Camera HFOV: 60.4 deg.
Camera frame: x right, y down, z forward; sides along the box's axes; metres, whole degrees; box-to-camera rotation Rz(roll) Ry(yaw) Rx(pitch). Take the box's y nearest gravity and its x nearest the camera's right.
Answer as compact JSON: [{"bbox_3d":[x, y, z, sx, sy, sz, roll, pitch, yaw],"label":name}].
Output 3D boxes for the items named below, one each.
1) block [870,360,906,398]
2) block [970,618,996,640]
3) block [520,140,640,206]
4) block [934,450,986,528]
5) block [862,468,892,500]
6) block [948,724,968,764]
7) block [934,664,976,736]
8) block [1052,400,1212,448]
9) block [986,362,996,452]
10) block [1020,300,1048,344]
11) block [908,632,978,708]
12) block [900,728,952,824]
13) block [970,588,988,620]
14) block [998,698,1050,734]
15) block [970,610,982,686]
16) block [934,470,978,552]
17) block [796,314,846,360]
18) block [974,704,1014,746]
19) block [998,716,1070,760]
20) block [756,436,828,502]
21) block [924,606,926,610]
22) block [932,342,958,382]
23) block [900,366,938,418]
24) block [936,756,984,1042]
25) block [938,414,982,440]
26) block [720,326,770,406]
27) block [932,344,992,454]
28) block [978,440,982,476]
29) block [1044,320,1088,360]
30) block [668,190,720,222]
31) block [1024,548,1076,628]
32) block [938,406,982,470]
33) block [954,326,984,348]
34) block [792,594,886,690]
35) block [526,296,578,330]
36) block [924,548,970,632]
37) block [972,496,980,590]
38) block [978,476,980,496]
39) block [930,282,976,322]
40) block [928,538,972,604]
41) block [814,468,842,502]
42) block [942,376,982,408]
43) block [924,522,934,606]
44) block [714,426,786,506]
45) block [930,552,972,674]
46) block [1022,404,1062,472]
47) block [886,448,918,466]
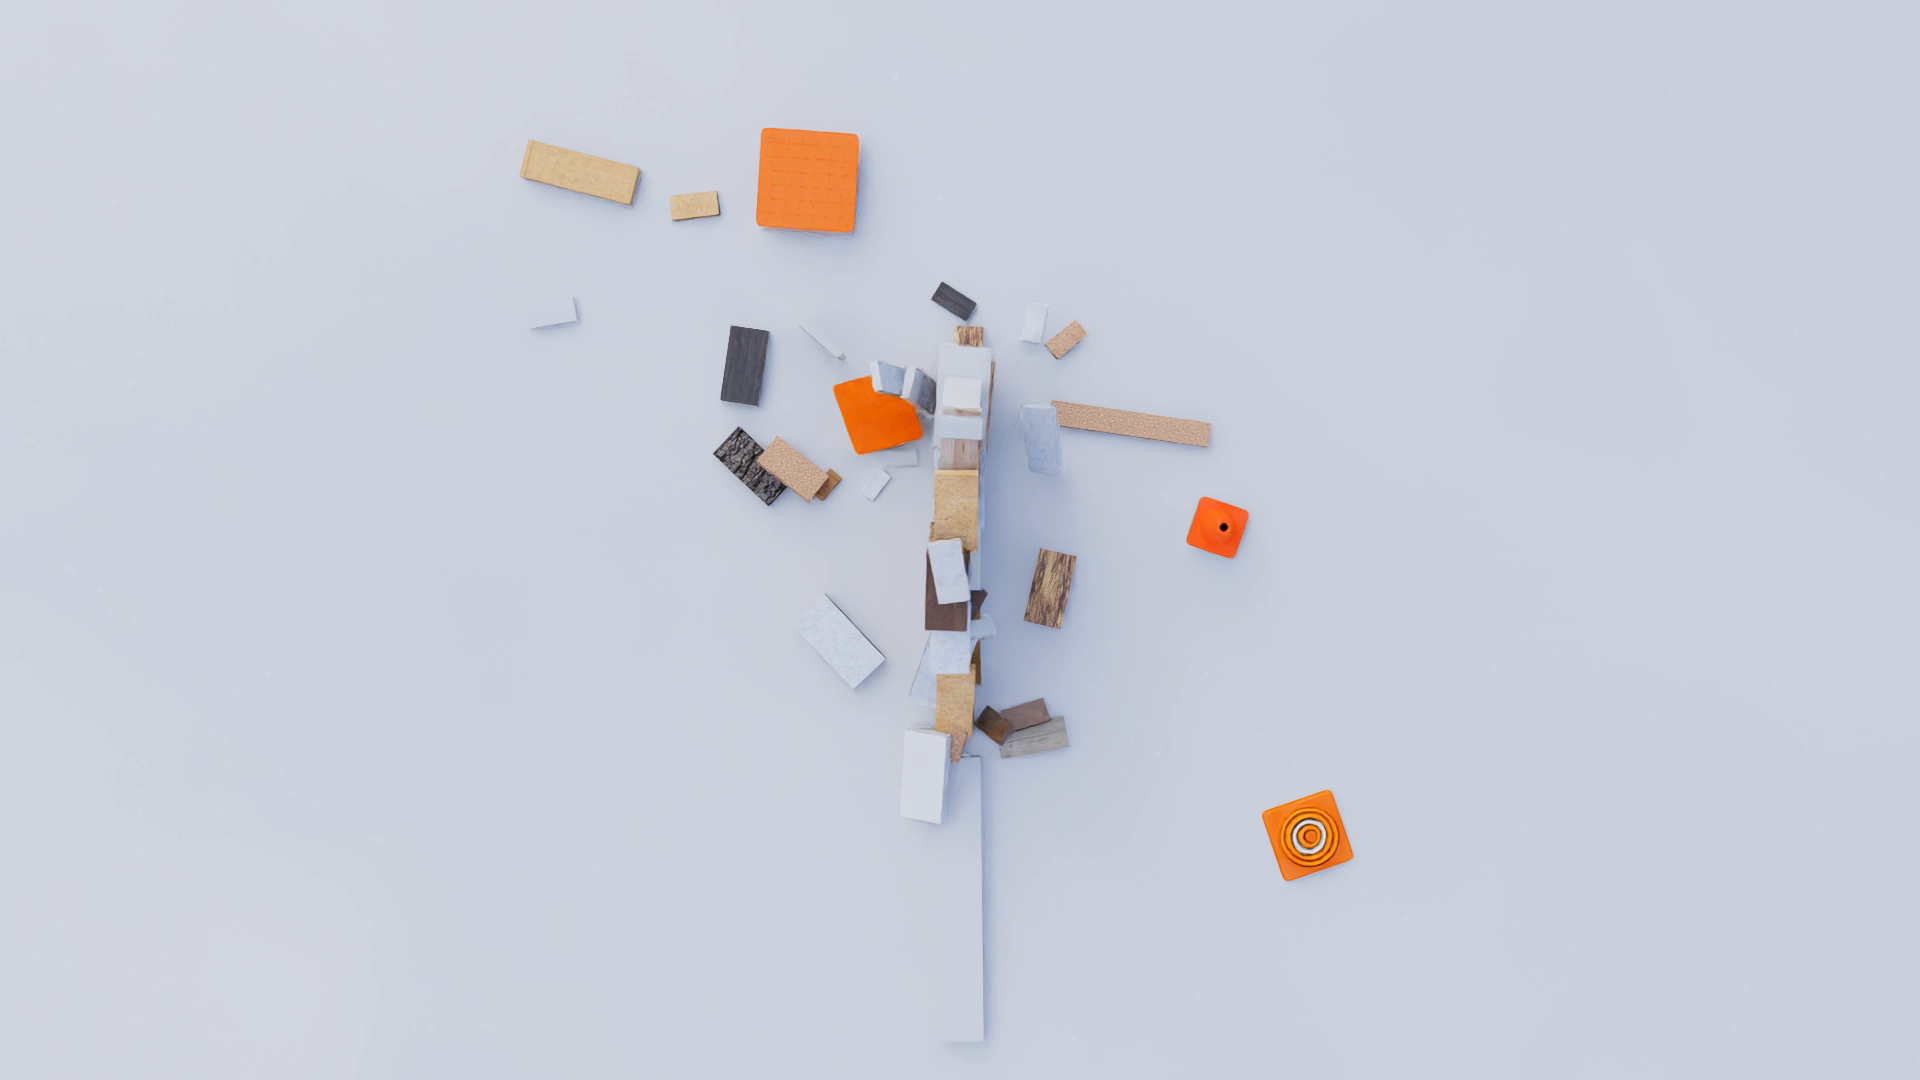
[{"bbox_3d":[-0.206,-0.511,5.324,0.027,0.348,0.095,-10,86,19],"label":"block"},{"bbox_3d":[0.053,0.289,5.344,0.119,0.017,0.059,-10,57,-25],"label":"block"},{"bbox_3d":[-1.262,-1.221,5.482,0.377,0.036,0.126,15,90,0],"label":"block"},{"bbox_3d":[-0.001,-0.208,5.431,0.169,0.048,0.338,1,106,0],"label":"block"},{"bbox_3d":[-0.280,-0.185,5.493,0.051,0.014,0.102,38,90,0],"label":"block"},{"bbox_3d":[-0.016,0.671,5.417,0.059,0.017,0.119,24,117,17],"label":"block"},{"bbox_3d":[-0.015,0.519,5.388,0.124,0.035,0.248,5,114,4],"label":"block"},{"bbox_3d":[0.565,-0.387,5.489,0.534,0.023,0.080,8,90,0],"label":"block"},{"bbox_3d":[0.017,-0.428,5.441,0.169,0.048,0.338,5,98,-1],"label":"block"},{"bbox_3d":[0.247,-0.725,5.491,0.065,0.018,0.130,11,90,0],"label":"block"},{"bbox_3d":[-0.053,0.410,5.406,0.148,0.042,0.297,18,107,-4],"label":"block"},{"bbox_3d":[-0.114,0.776,5.431,0.147,0.042,0.294,7,99,22],"label":"block"},{"bbox_3d":[0.037,0.209,5.352,0.059,0.017,0.119,27,108,-6],"label":"block"},{"bbox_3d":[0.213,0.586,5.471,0.157,0.022,0.078,-16,66,-2],"label":"block"},{"bbox_3d":[-0.009,0.245,5.397,0.149,0.042,0.479,-1,107,2],"label":"block"},{"bbox_3d":[-0.012,-0.089,5.053,0.132,0.037,0.264,0,118,-1],"label":"block"},{"bbox_3d":[-0.462,-0.668,5.452,0.191,0.095,0.027,41,90,0],"label":"block"},{"bbox_3d":[0.113,0.611,5.429,0.022,0.157,0.078,33,90,-35],"label":"block"},{"bbox_3d":[0.240,0.657,5.486,0.230,0.028,0.100,-11,90,0],"label":"block"},{"bbox_3d":[-0.553,-0.233,5.454,0.217,0.031,0.108,38,75,-1],"label":"block"},{"bbox_3d":[-0.025,0.159,5.330,0.100,0.028,0.201,27,104,-6],"label":"block"},{"bbox_3d":[-0.049,-0.584,5.456,0.069,0.020,0.138,7,96,1],"label":"block"},{"bbox_3d":[-0.122,-0.481,5.388,0.031,0.217,0.108,7,79,26],"label":"block"},{"bbox_3d":[-0.001,1.191,5.479,0.147,0.042,0.940,-1,90,0],"label":"block"},{"bbox_3d":[0.002,-0.340,4.963,0.131,0.018,0.065,4,111,0],"label":"block"},{"bbox_3d":[-0.715,-0.578,5.482,0.126,0.036,0.251,8,90,0],"label":"block"},{"bbox_3d":[0.007,-0.458,5.349,0.169,0.048,0.338,4,82,-1],"label":"block"},{"bbox_3d":[0.006,-0.281,5.165,0.119,0.238,0.034,6,122,-1],"label":"block"},{"bbox_3d":[0.353,-0.667,5.491,0.131,0.018,0.065,-40,90,0],"label":"block"},{"bbox_3d":[-0.884,-1.112,5.489,0.159,0.023,0.080,-7,90,0],"label":"block"},{"bbox_3d":[0.300,0.161,5.482,0.124,0.035,0.248,13,90,0],"label":"block"},{"bbox_3d":[-0.001,-0.285,5.014,0.119,0.034,0.238,3,111,0],"label":"block"},{"bbox_3d":[0.026,-0.614,5.486,0.095,0.027,0.191,2,90,0],"label":"block"},{"bbox_3d":[-0.401,0.337,5.479,0.147,0.042,0.294,-43,90,0],"label":"block"},{"bbox_3d":[-1.359,-0.755,5.489,0.159,0.023,0.080,-10,90,0],"label":"block"},{"bbox_3d":[-0.040,0.155,5.127,0.132,0.037,0.264,1,113,-1],"label":"block"},{"bbox_3d":[-0.010,0.009,5.238,0.148,0.042,0.297,0,98,-1],"label":"block"},{"bbox_3d":[-0.002,-0.091,5.327,0.134,0.038,0.268,0,112,2],"label":"block"},{"bbox_3d":[-0.020,-0.794,5.490,0.138,0.020,0.069,32,90,0],"label":"block"},{"bbox_3d":[-0.032,0.096,5.062,0.100,0.028,0.201,-7,114,7],"label":"block"},{"bbox_3d":[-0.445,-0.183,5.493,0.051,0.014,0.102,41,90,0],"label":"block"},{"bbox_3d":[0.004,-0.438,5.225,0.119,0.238,0.034,6,127,-1],"label":"block"},{"bbox_3d":[-0.038,0.082,5.165,0.132,0.037,0.264,5,102,-2],"label":"block"},{"bbox_3d":[-0.686,-0.245,5.482,0.251,0.036,0.126,43,90,0],"label":"block"},{"bbox_3d":[-0.028,0.219,5.230,0.124,0.035,0.415,1,102,-1],"label":"block"},{"bbox_3d":[0.270,-0.335,5.424,0.108,0.031,0.217,6,112,34],"label":"block"},{"bbox_3d":[-0.194,-0.276,5.493,0.102,0.014,0.051,-4,90,0],"label":"block"}]
